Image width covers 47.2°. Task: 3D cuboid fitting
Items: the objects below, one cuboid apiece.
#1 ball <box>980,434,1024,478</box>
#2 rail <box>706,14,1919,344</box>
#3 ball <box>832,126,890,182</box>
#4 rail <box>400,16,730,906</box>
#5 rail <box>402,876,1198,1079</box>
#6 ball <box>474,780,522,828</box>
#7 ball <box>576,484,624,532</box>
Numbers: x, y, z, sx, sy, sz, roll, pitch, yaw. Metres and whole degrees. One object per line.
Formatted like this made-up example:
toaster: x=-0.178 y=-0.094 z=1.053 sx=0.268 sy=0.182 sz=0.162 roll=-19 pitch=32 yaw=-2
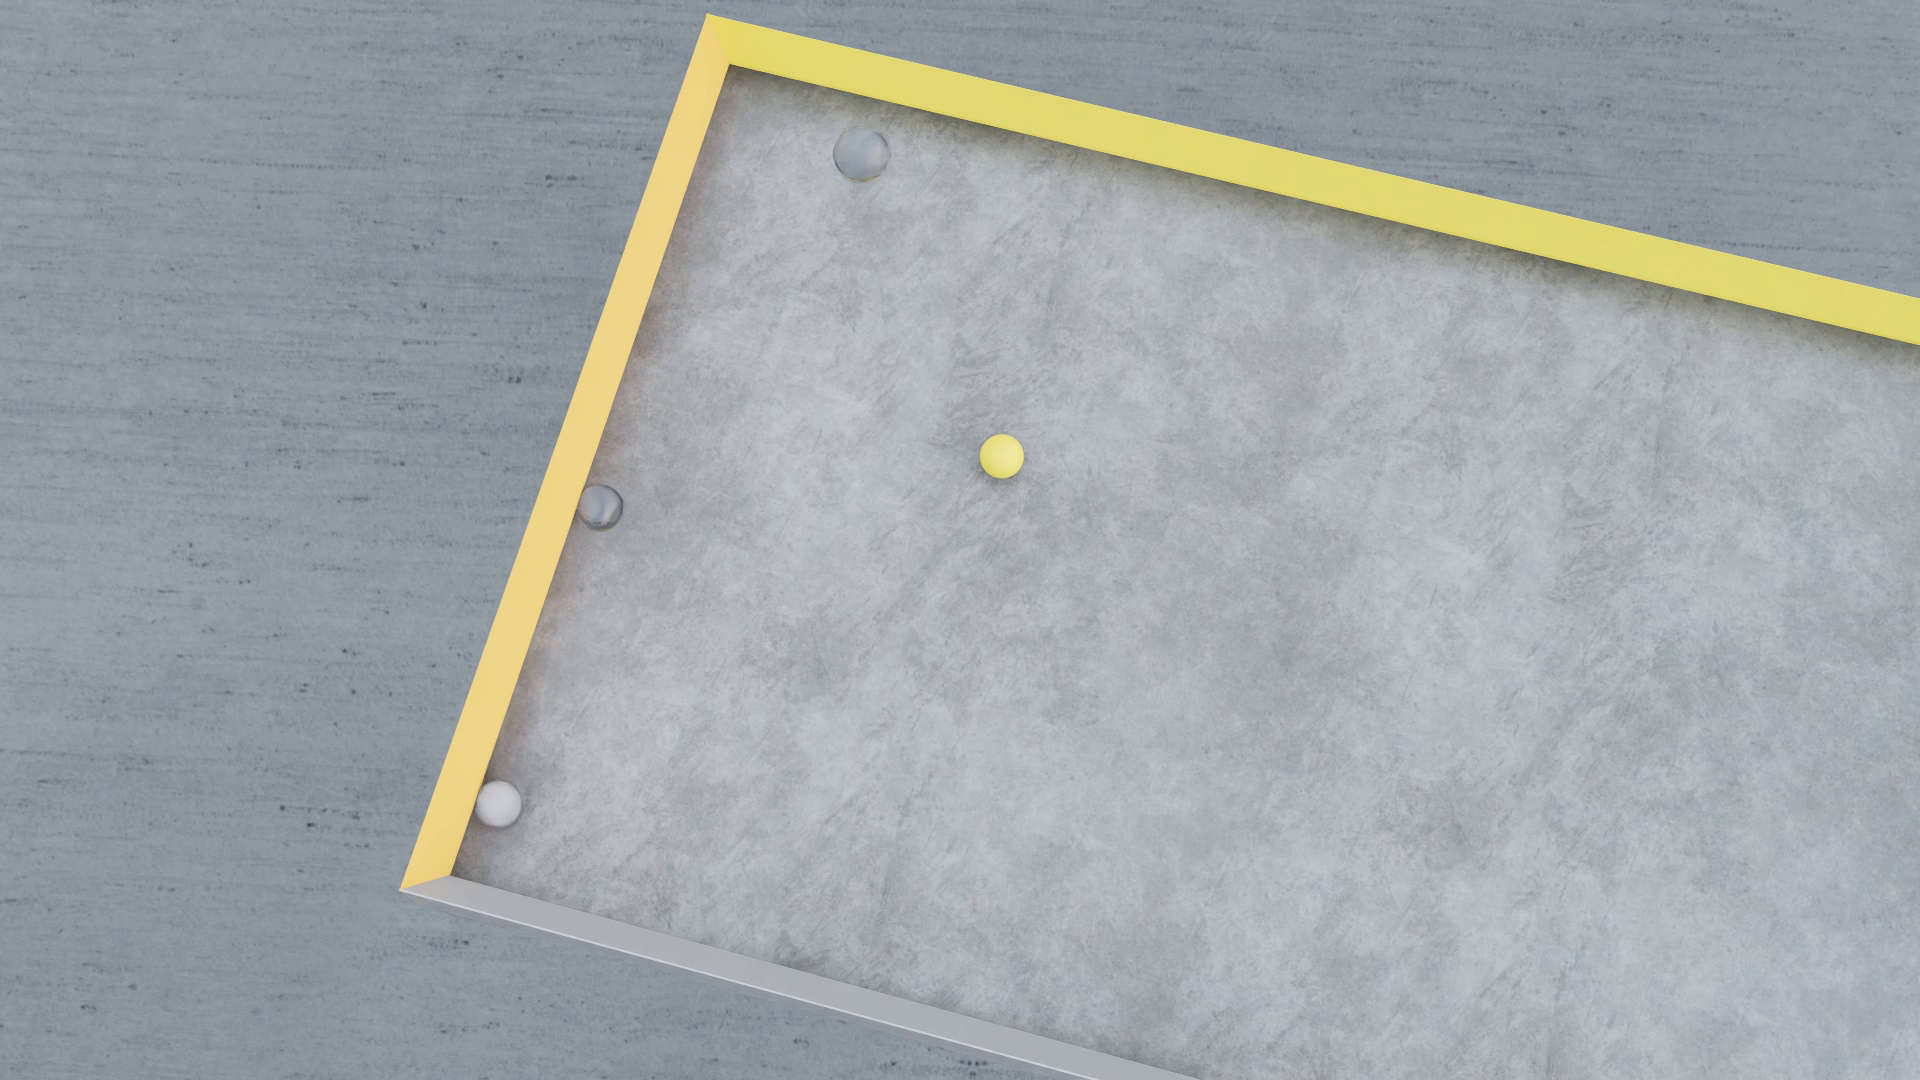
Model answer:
ball: x=0.066 y=-0.132 z=3.464 sx=0.070 sy=0.070 sz=0.070 roll=0 pitch=71 yaw=0
rail: x=0.799 y=-0.518 z=3.568 sx=2.529 sy=0.121 sz=0.045 roll=14 pitch=72 yaw=5
ball: x=-0.163 y=-0.636 z=3.625 sx=0.093 sy=0.093 sz=0.093 roll=0 pitch=71 yaw=0
rail: x=-0.588 y=-0.157 z=3.445 sx=0.045 sy=0.121 sz=1.501 roll=14 pitch=72 yaw=5
rail: x=0.423 y=0.810 z=3.113 sx=2.529 sy=0.121 sz=0.045 roll=14 pitch=72 yaw=5
ball: x=-0.690 y=0.394 z=3.284 sx=0.070 sy=0.070 sz=0.070 roll=0 pitch=71 yaw=0
ball: x=-0.562 y=-0.050 z=3.434 sx=0.074 sy=0.074 sz=0.074 roll=0 pitch=71 yaw=0
